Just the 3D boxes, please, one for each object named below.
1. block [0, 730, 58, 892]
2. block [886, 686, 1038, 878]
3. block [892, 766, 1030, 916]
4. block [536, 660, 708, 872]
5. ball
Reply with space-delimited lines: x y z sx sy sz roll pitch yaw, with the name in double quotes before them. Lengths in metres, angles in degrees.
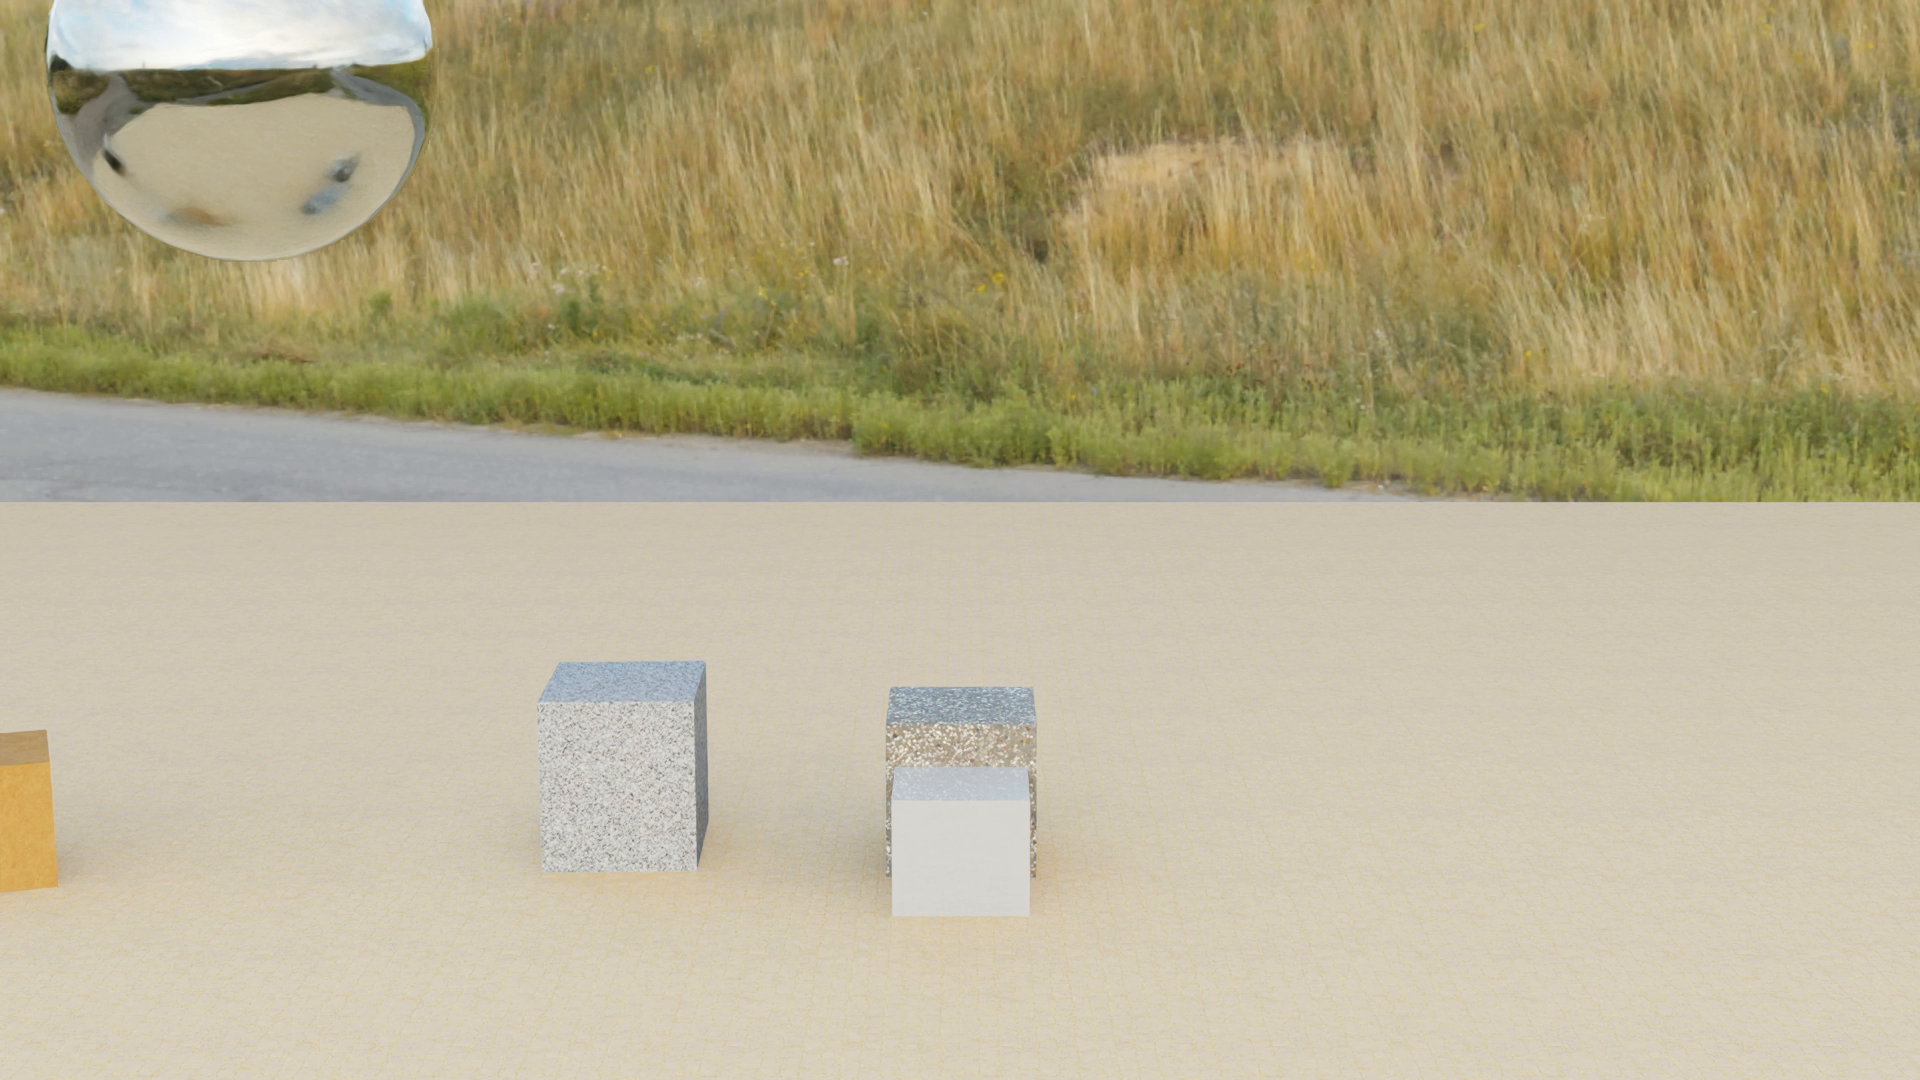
"block" -4.337 1.209 11.341 0.614 0.564 0.604 -4 11 -20
"block" 0.006 1.088 11.636 0.663 0.697 0.704 0 10 0
"block" 0.004 1.292 11.044 0.581 0.506 0.530 0 10 0
"block" -1.529 1.025 11.759 0.688 0.777 0.796 0 10 -2
"ball" -3.017 -1.979 10.821 1.600 1.600 1.600 0 10 0
